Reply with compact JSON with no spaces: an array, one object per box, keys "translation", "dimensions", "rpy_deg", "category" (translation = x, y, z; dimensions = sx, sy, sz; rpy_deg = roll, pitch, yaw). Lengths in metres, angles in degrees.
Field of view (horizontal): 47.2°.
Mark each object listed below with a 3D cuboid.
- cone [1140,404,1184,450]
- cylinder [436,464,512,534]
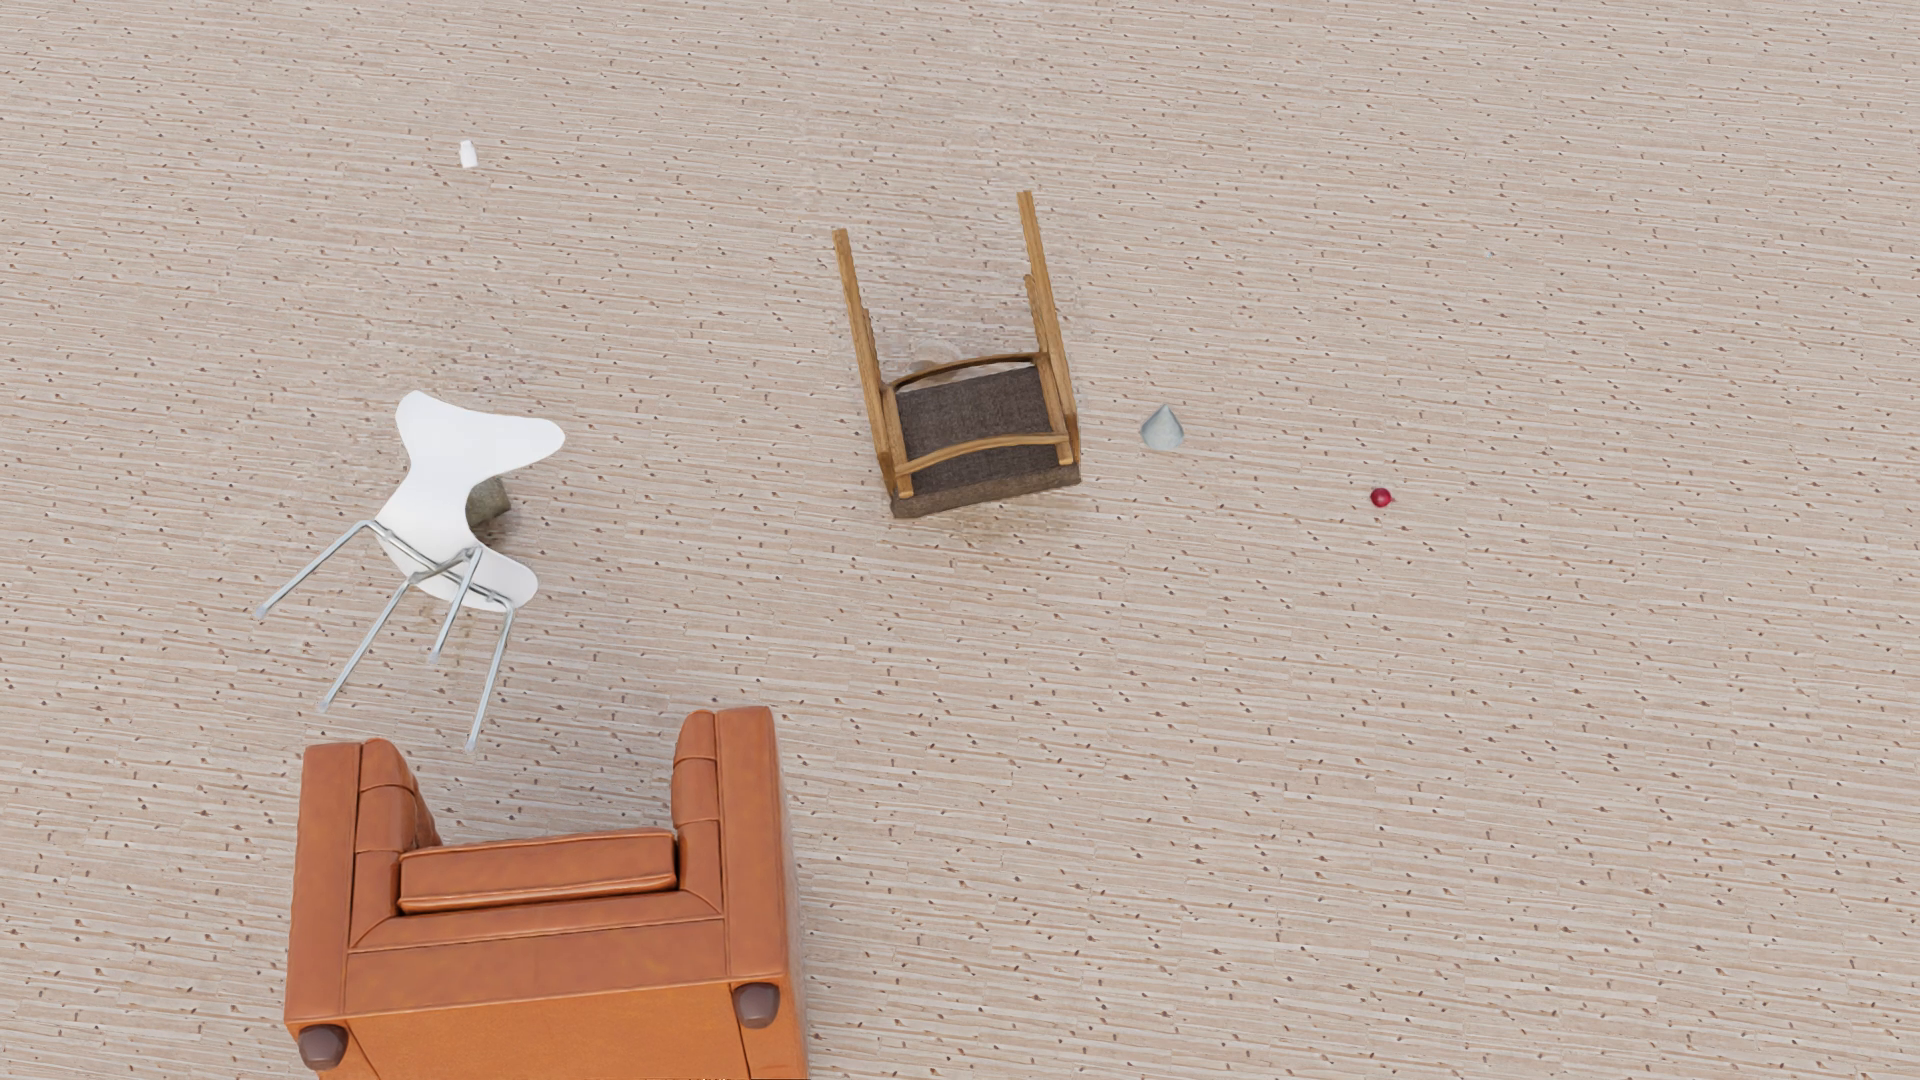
[{"translation":[0.625,-0.372,6.731],"dimensions":[0.135,0.154,0.134],"rpy_deg":[16,58,10],"category":"cone"},{"translation":[-1.447,-0.122,6.543],"dimensions":[0.180,0.186,0.122],"rpy_deg":[-25,59,-16],"category":"cylinder"}]
